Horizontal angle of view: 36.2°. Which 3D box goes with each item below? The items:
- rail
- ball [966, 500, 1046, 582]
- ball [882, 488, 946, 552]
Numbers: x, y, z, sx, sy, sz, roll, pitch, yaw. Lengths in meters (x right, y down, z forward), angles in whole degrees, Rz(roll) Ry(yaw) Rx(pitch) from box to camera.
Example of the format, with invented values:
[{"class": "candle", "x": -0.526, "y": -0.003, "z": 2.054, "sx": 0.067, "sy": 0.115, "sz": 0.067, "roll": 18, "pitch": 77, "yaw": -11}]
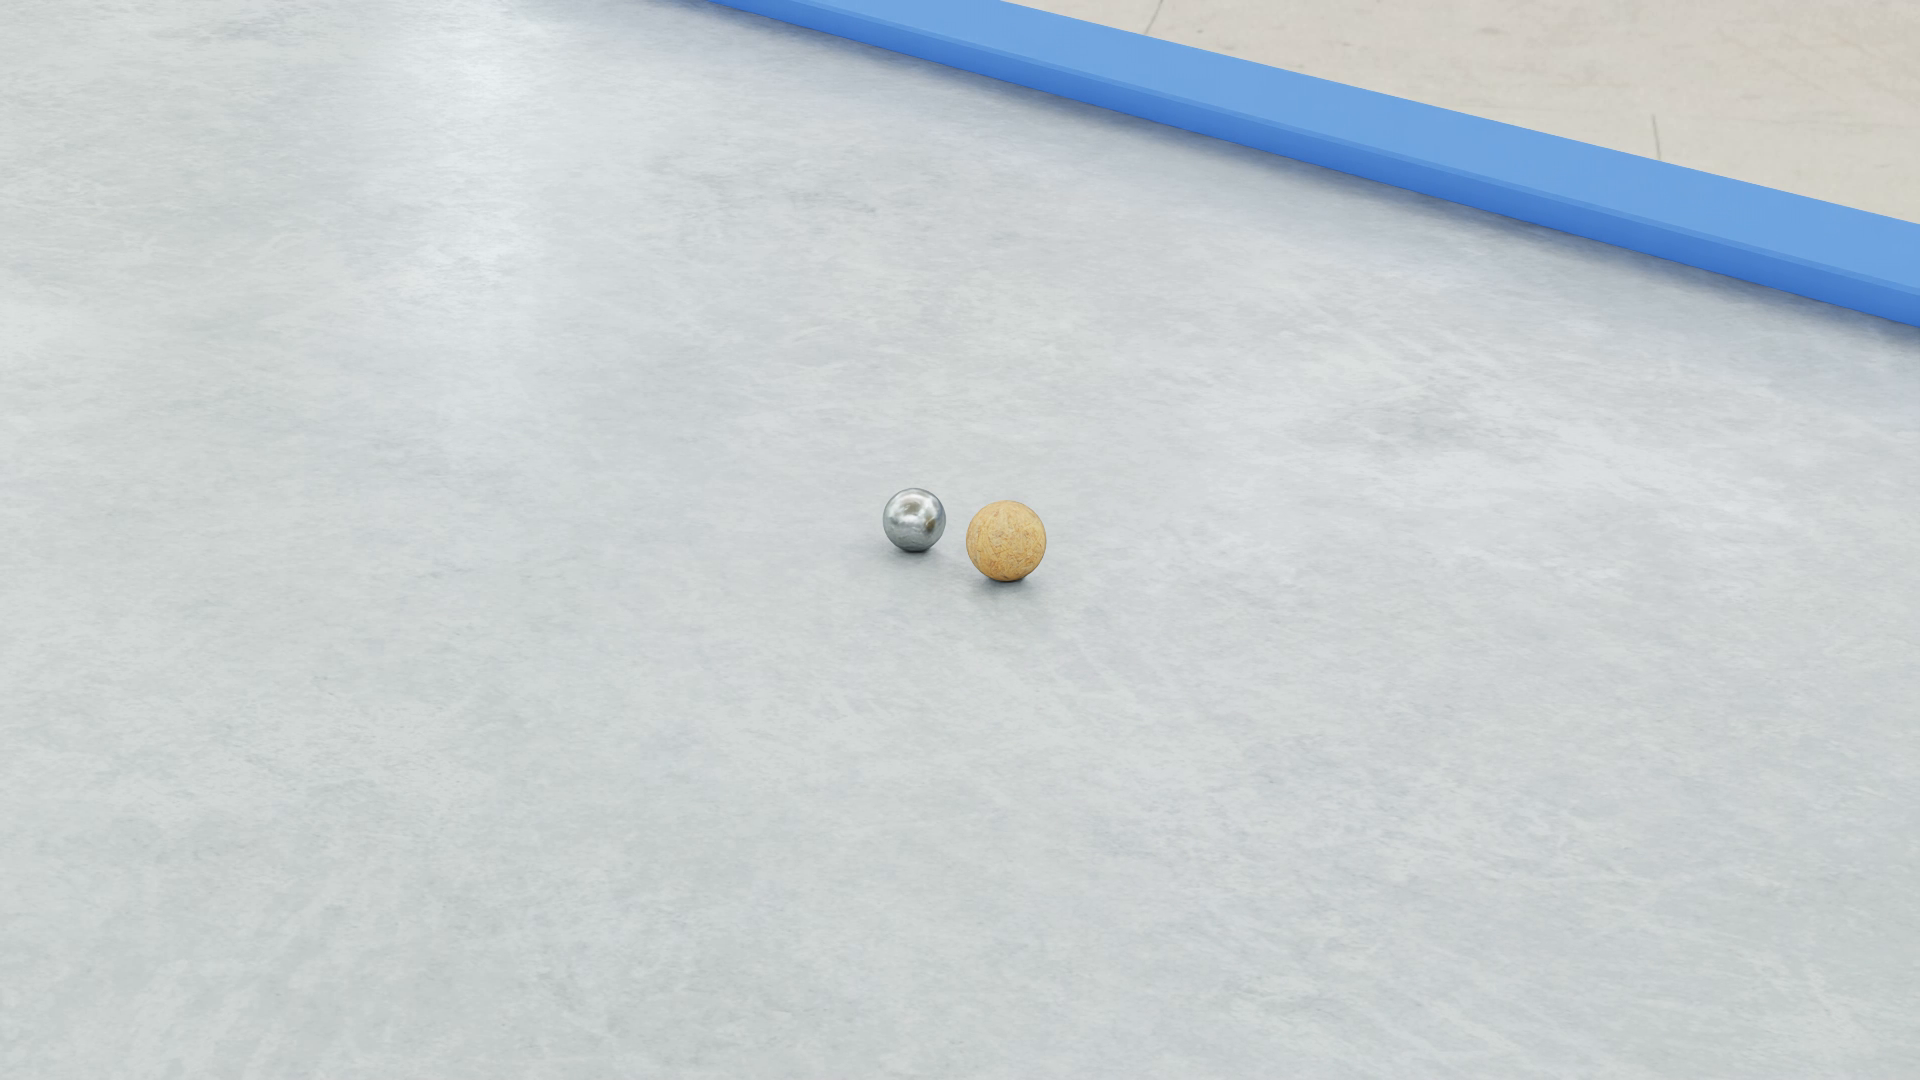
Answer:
[{"class": "rail", "x": 0.054, "y": -0.615, "z": 3.668, "sx": 0.045, "sy": 0.100, "sz": 4.154, "roll": -21, "pitch": 31, "yaw": -39}, {"class": "ball", "x": 0.036, "y": 0.001, "z": 2.314, "sx": 0.064, "sy": 0.064, "sz": 0.064, "roll": 0, "pitch": 24, "yaw": 0}, {"class": "ball", "x": -0.037, "y": -0.016, "z": 2.368, "sx": 0.052, "sy": 0.052, "sz": 0.052, "roll": 0, "pitch": 24, "yaw": 0}]
